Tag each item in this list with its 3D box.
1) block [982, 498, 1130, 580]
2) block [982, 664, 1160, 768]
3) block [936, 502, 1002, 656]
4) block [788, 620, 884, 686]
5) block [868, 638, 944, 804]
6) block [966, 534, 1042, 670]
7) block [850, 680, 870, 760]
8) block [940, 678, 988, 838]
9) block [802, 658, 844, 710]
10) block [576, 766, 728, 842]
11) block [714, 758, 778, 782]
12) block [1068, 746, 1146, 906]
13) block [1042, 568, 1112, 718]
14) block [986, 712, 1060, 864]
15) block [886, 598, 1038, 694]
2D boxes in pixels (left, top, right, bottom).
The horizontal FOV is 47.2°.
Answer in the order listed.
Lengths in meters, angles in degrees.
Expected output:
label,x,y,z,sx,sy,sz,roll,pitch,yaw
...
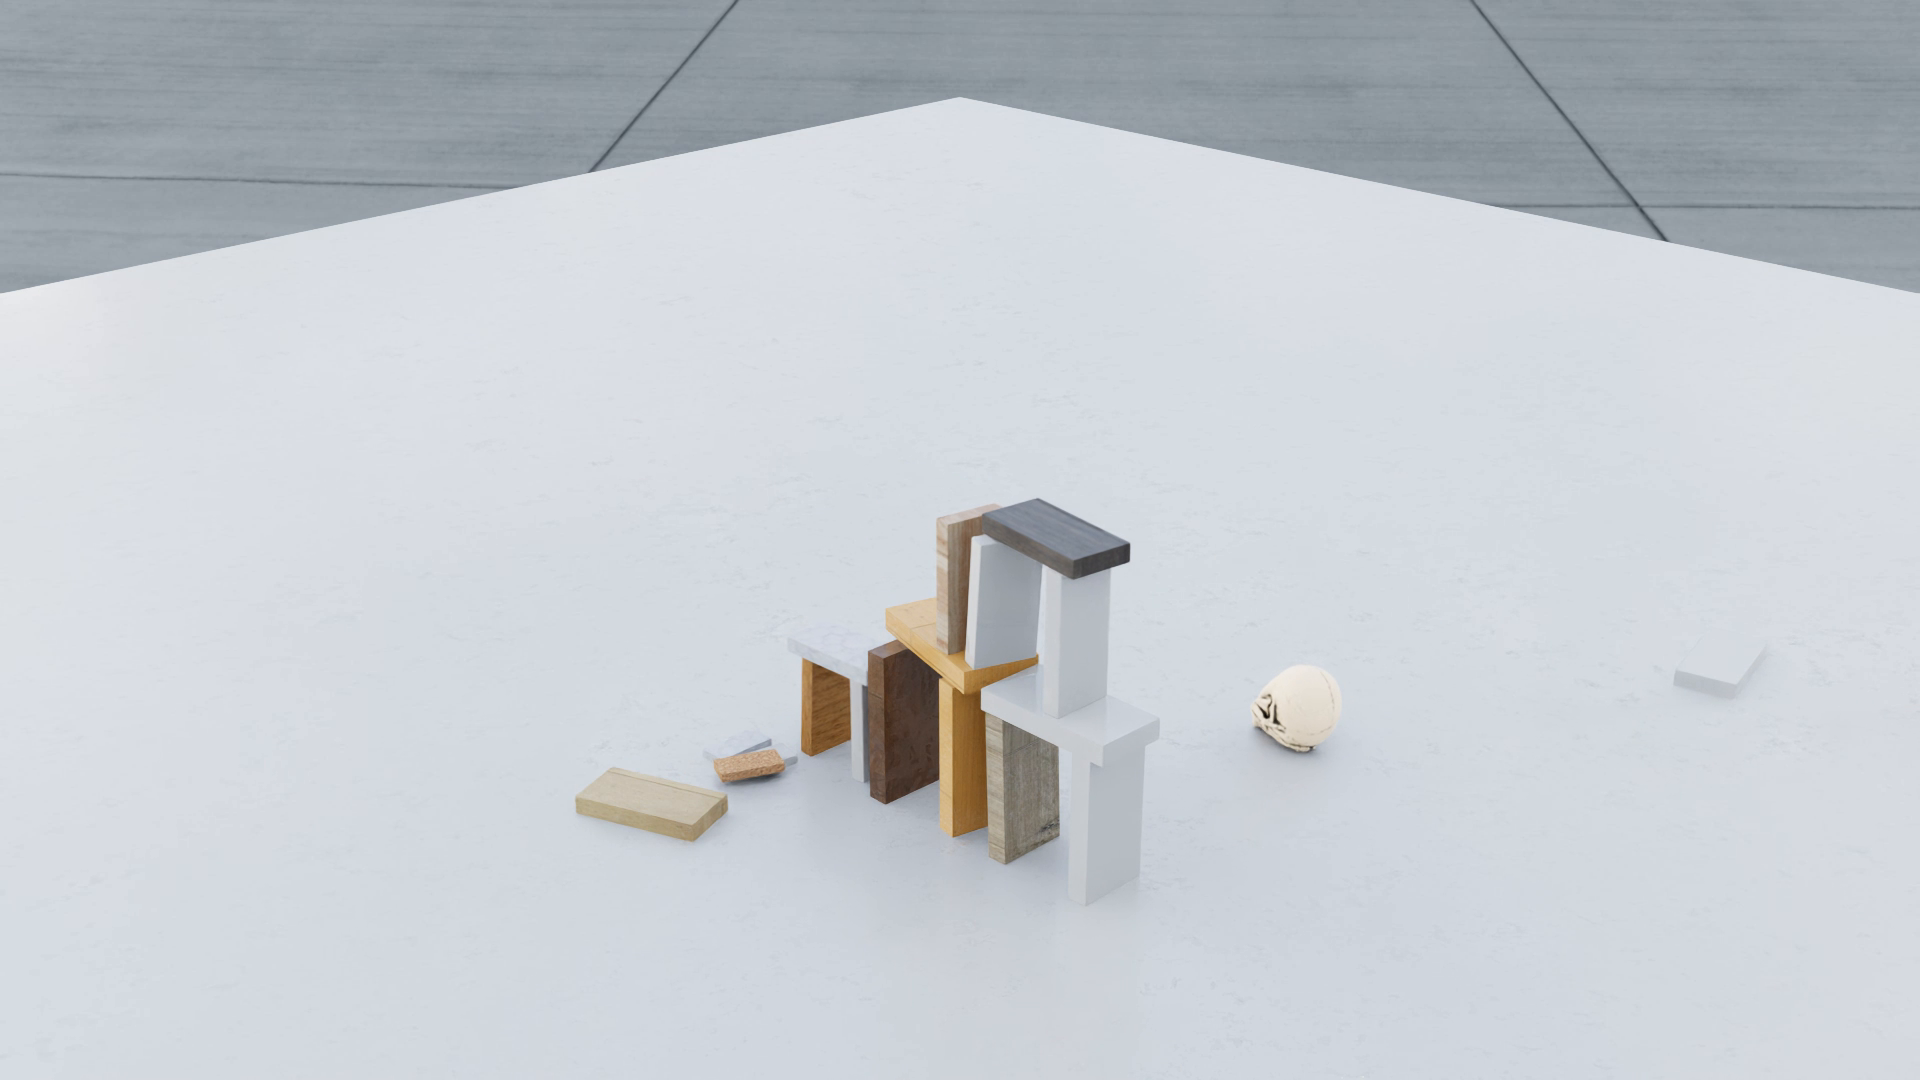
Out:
label,x,y,z,sx,sy,sz,roll,pitch,yaw
block,0.175,-0.005,4.060,0.135,0.038,0.269,-16,28,-33
block,0.205,0.326,4.131,0.157,0.044,0.313,-21,31,-40
block,0.022,0.076,4.260,0.137,0.275,0.039,-15,27,-32
block,-0.235,0.232,4.564,0.236,0.033,0.118,20,30,39
block,-0.108,0.358,4.491,0.166,0.332,0.047,-21,30,-40
block,0.085,0.110,4.183,0.135,0.269,0.038,-10,31,-24
block,-0.173,0.376,4.573,0.033,0.236,0.118,20,30,38
block,0.042,0.413,4.361,0.166,0.332,0.047,-14,27,-30
block,-0.281,0.333,4.672,0.118,0.236,0.033,-21,34,-40
block,-0.624,0.534,4.453,0.275,0.039,0.137,10,25,23
block,-0.439,0.470,4.581,0.135,0.019,0.068,-8,24,-19
block,0.276,0.518,4.138,0.044,0.313,0.157,22,31,40
block,0.216,0.174,4.062,0.135,0.291,0.038,-21,31,-40
block,0.123,0.458,4.278,0.157,0.313,0.044,-21,29,-41
block,0.001,0.202,4.375,0.166,0.047,0.332,-12,26,-26
